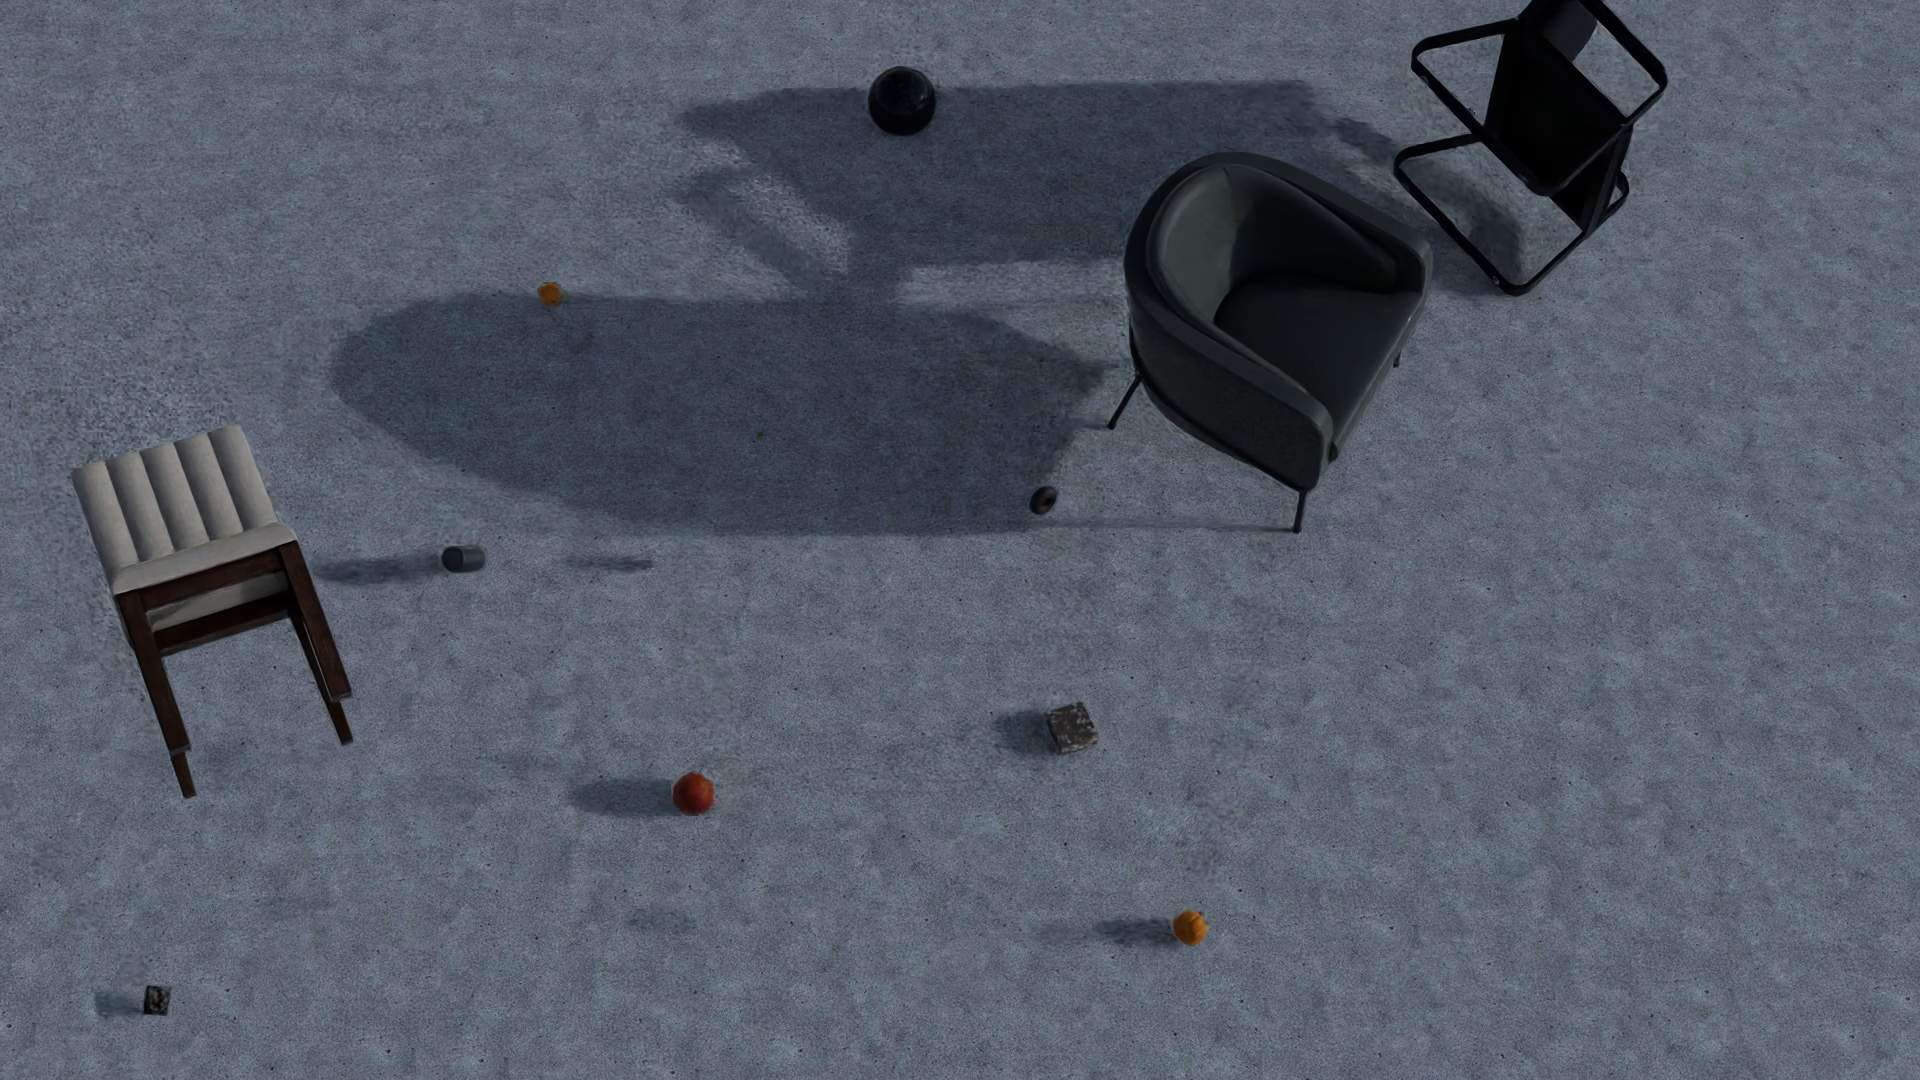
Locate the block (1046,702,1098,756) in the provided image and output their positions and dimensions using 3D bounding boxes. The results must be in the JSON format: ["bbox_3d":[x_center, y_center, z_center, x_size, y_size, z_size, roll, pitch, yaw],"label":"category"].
[{"bbox_3d":[0.314,0.530,6.189,0.109,0.049,0.119,-17,58,-11],"label":"block"}]

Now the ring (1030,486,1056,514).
[{"bbox_3d":[0.233,-0.112,6.170,0.085,0.101,0.035,-28,61,-26],"label":"ring"}]

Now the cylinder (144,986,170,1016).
[{"bbox_3d":[-2.092,1.200,5.729,0.059,0.037,0.071,9,77,-24],"label":"cylinder"}]

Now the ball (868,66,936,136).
[{"bbox_3d":[-0.196,-1.482,7.427,0.234,0.234,0.234,0,56,0],"label":"ball"}]
